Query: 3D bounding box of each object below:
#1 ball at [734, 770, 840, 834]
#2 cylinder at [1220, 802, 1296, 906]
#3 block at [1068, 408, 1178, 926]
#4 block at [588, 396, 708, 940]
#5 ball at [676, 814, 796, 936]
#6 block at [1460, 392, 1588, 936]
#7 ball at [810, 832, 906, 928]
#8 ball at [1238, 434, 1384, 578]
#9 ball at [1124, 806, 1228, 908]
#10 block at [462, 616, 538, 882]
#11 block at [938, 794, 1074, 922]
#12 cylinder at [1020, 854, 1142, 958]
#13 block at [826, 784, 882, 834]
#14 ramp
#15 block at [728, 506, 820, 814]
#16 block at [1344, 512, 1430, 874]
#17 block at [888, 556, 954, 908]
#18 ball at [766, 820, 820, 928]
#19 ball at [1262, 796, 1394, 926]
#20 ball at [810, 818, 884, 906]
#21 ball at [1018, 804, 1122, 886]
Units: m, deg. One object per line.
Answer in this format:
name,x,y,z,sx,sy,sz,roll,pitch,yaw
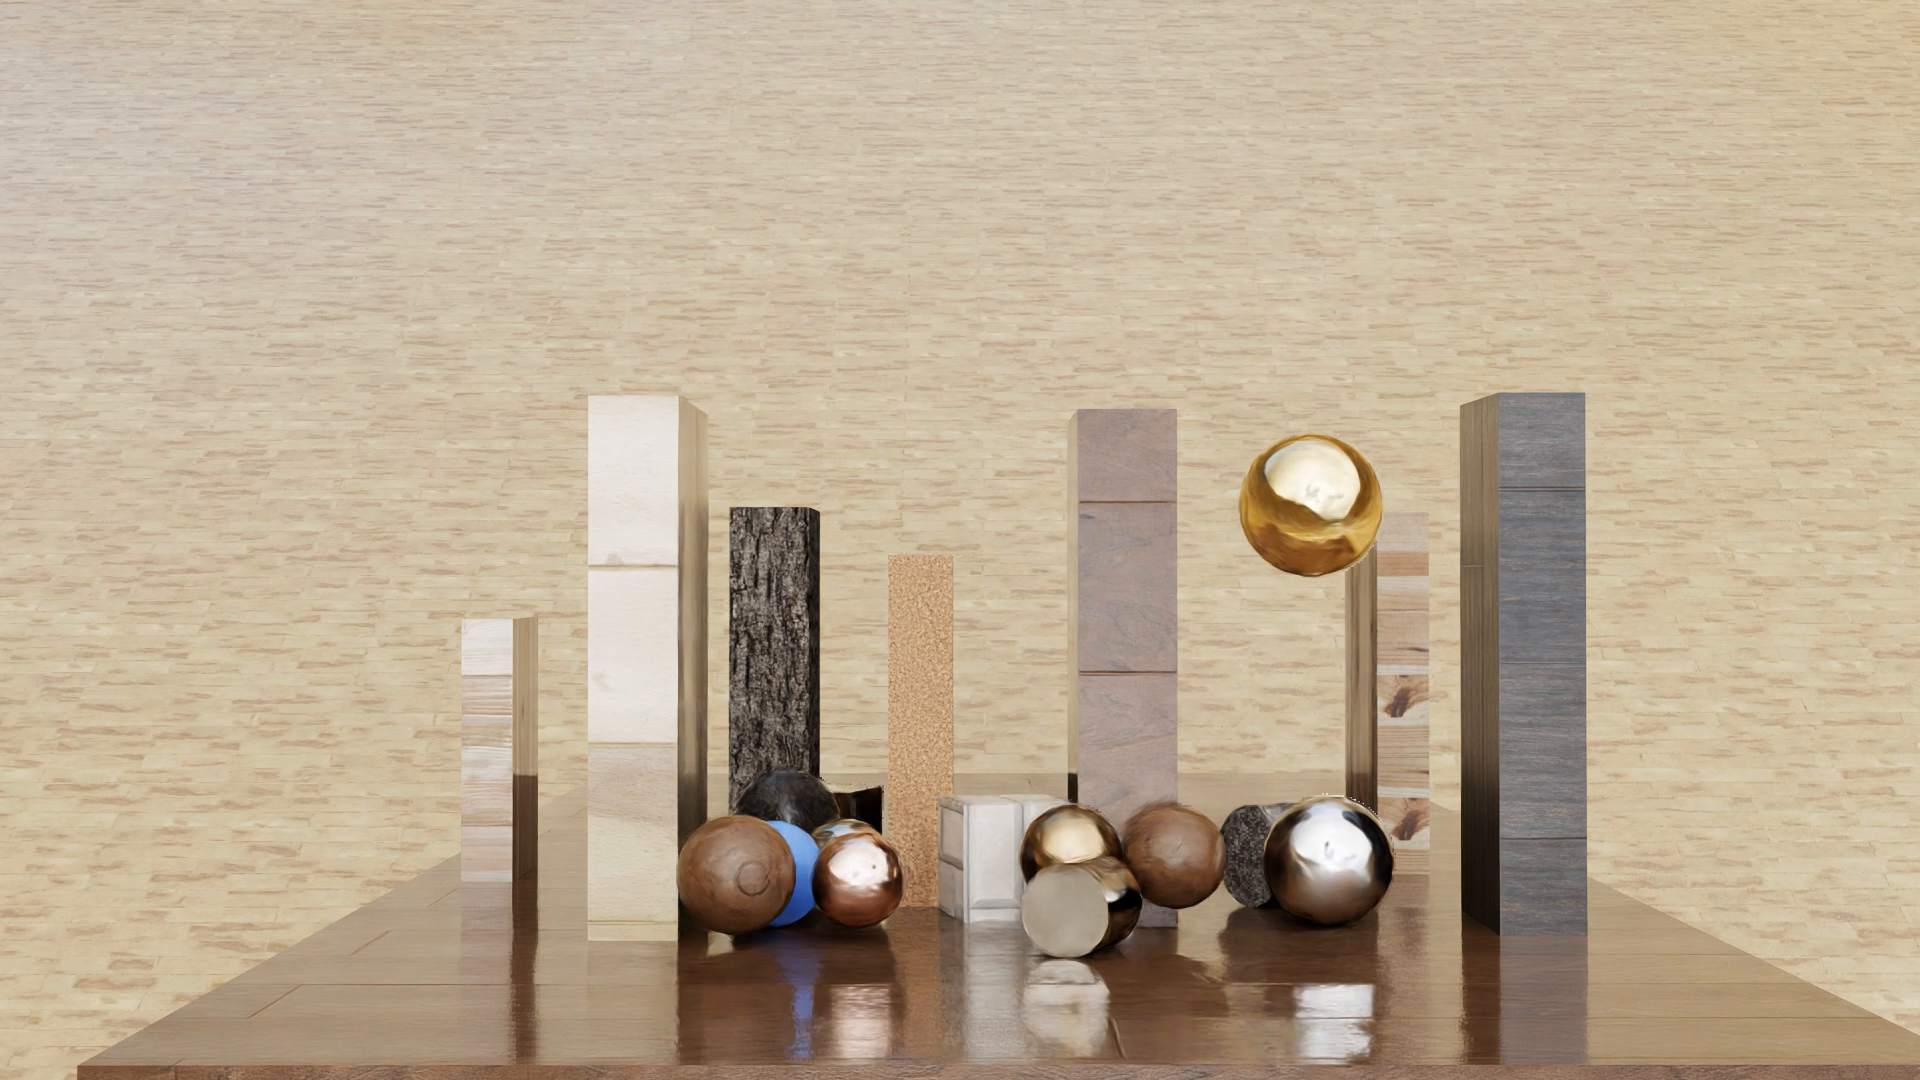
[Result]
ball,-0.294,0.482,4.404,0.185,0.185,0.185,0,32,0
cylinder,0.514,0.492,4.065,0.156,0.156,0.156,0,28,-32
block,0.246,0.189,3.985,0.146,0.759,0.364,0,-1,0
block,-0.461,0.183,3.876,0.127,0.768,0.439,0,-1,0
ball,-0.314,0.469,3.637,0.169,0.169,0.169,0,32,0
block,0.832,0.179,3.842,0.125,0.775,0.285,0,-1,0
ball,-0.143,0.481,3.664,0.135,0.135,0.135,0,32,0
ball,0.421,-0.042,3.110,0.173,0.173,0.173,0,32,0
ball,0.310,0.456,3.726,0.147,0.147,0.147,0,32,0
block,-0.795,0.355,4.485,0.086,0.441,0.264,0,-1,0
block,0.069,0.482,3.948,0.172,0.172,0.172,0,-1,-13
cylinder,0.166,0.498,3.532,0.127,0.127,0.127,16,5,23
block,-0.229,0.506,4.553,0.140,0.140,0.140,0,-1,21
ramp,0.071,0.628,4.723,2.000,0.100,4.000,0,-1,0
block,-0.358,0.262,5.048,0.150,0.642,0.384,0,-1,0
block,0.763,0.265,4.644,0.089,0.623,0.372,0,-1,0
block,-0.061,0.298,4.173,0.100,0.545,0.306,0,-1,0
ball,-0.275,0.489,3.796,0.155,0.155,0.155,0,32,0
ball,0.539,0.470,3.795,0.190,0.190,0.190,0,32,0
ball,-0.174,0.496,3.937,0.145,0.145,0.145,0,32,0
ball,0.159,0.456,3.726,0.150,0.150,0.150,0,32,0
